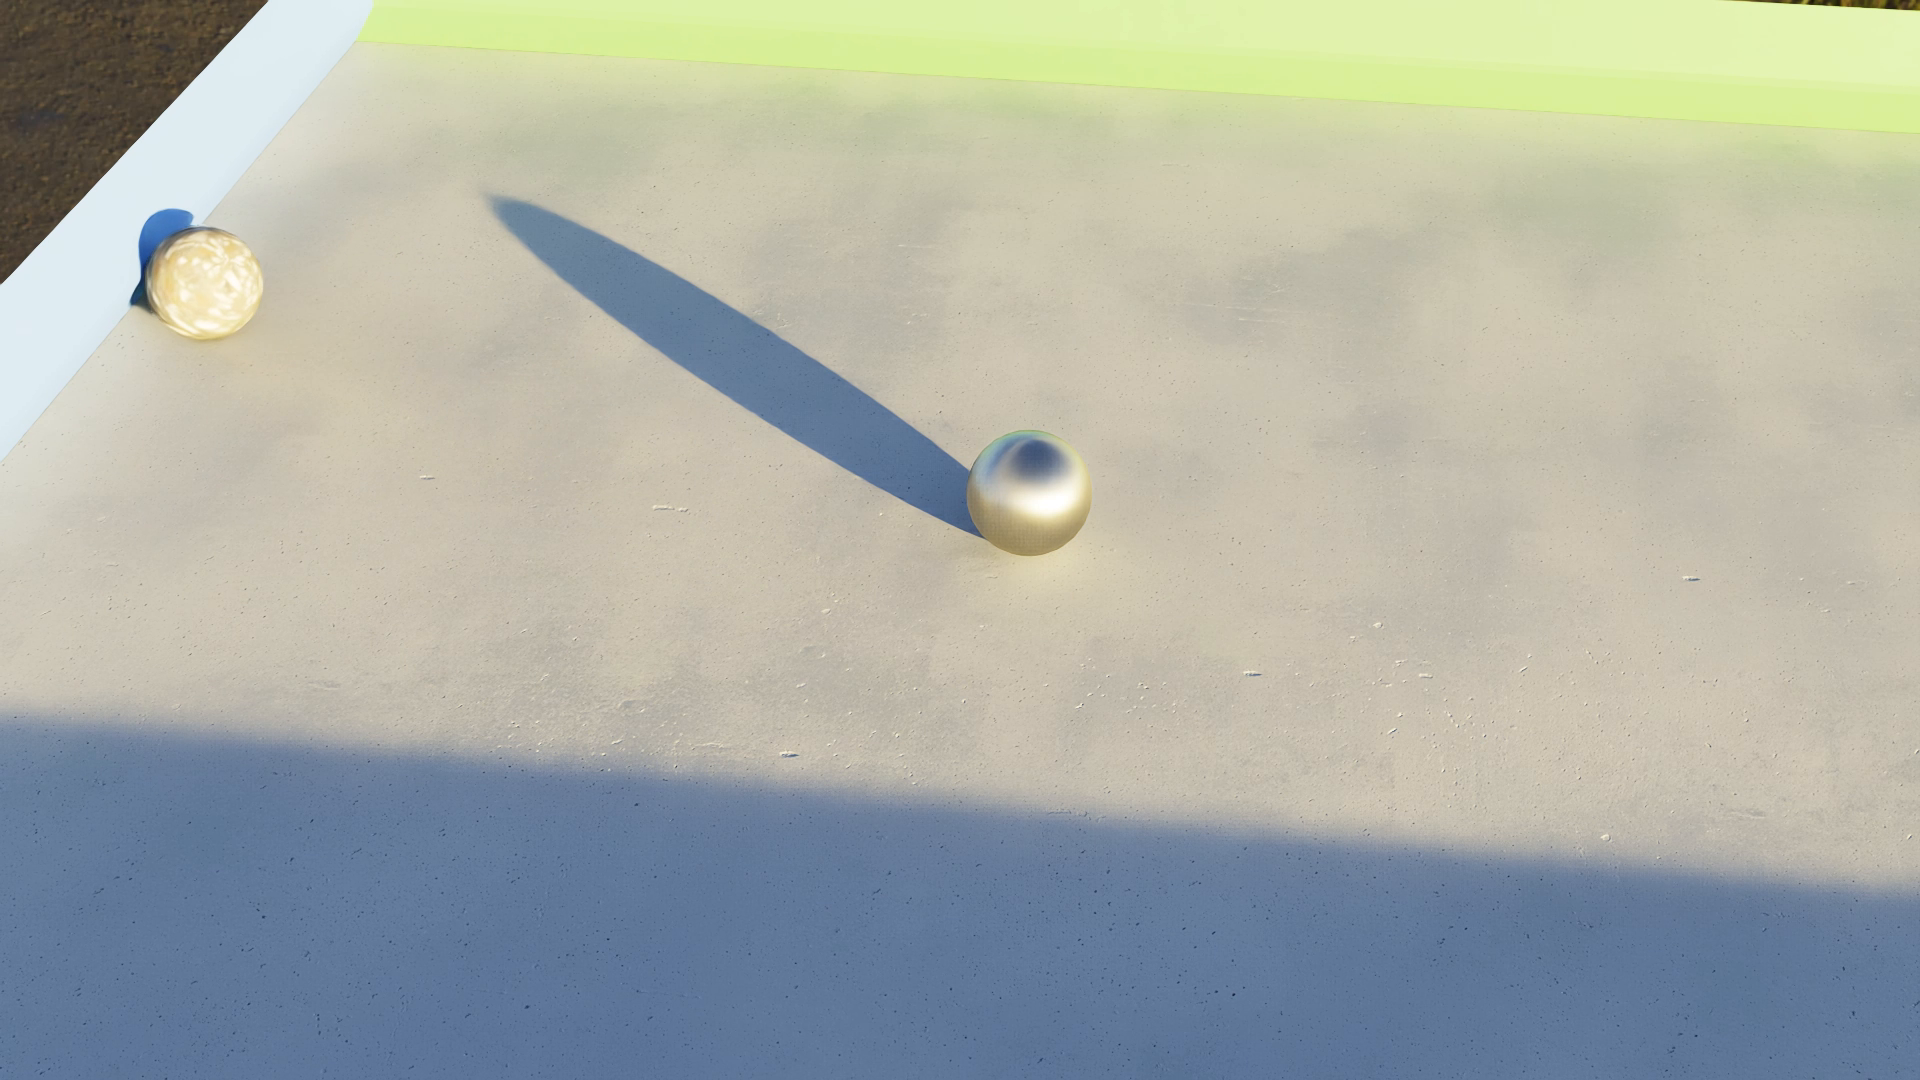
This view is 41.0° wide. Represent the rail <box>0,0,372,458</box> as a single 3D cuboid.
[{"bbox_3d":[-0.773,-0.076,1.998,0.045,0.128,1.880,5,35,7],"label":"rail"}]

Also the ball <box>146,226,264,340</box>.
[{"bbox_3d":[-0.661,-0.225,2.246,0.099,0.099,0.099,0,34,0],"label":"ball"}]

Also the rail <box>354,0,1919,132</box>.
[{"bbox_3d":[0.927,-0.460,2.562,3.219,0.128,0.045,5,35,7],"label":"rail"}]

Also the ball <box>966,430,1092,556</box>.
[{"bbox_3d":[0.053,-0.036,1.970,0.097,0.097,0.097,0,34,0],"label":"ball"}]
